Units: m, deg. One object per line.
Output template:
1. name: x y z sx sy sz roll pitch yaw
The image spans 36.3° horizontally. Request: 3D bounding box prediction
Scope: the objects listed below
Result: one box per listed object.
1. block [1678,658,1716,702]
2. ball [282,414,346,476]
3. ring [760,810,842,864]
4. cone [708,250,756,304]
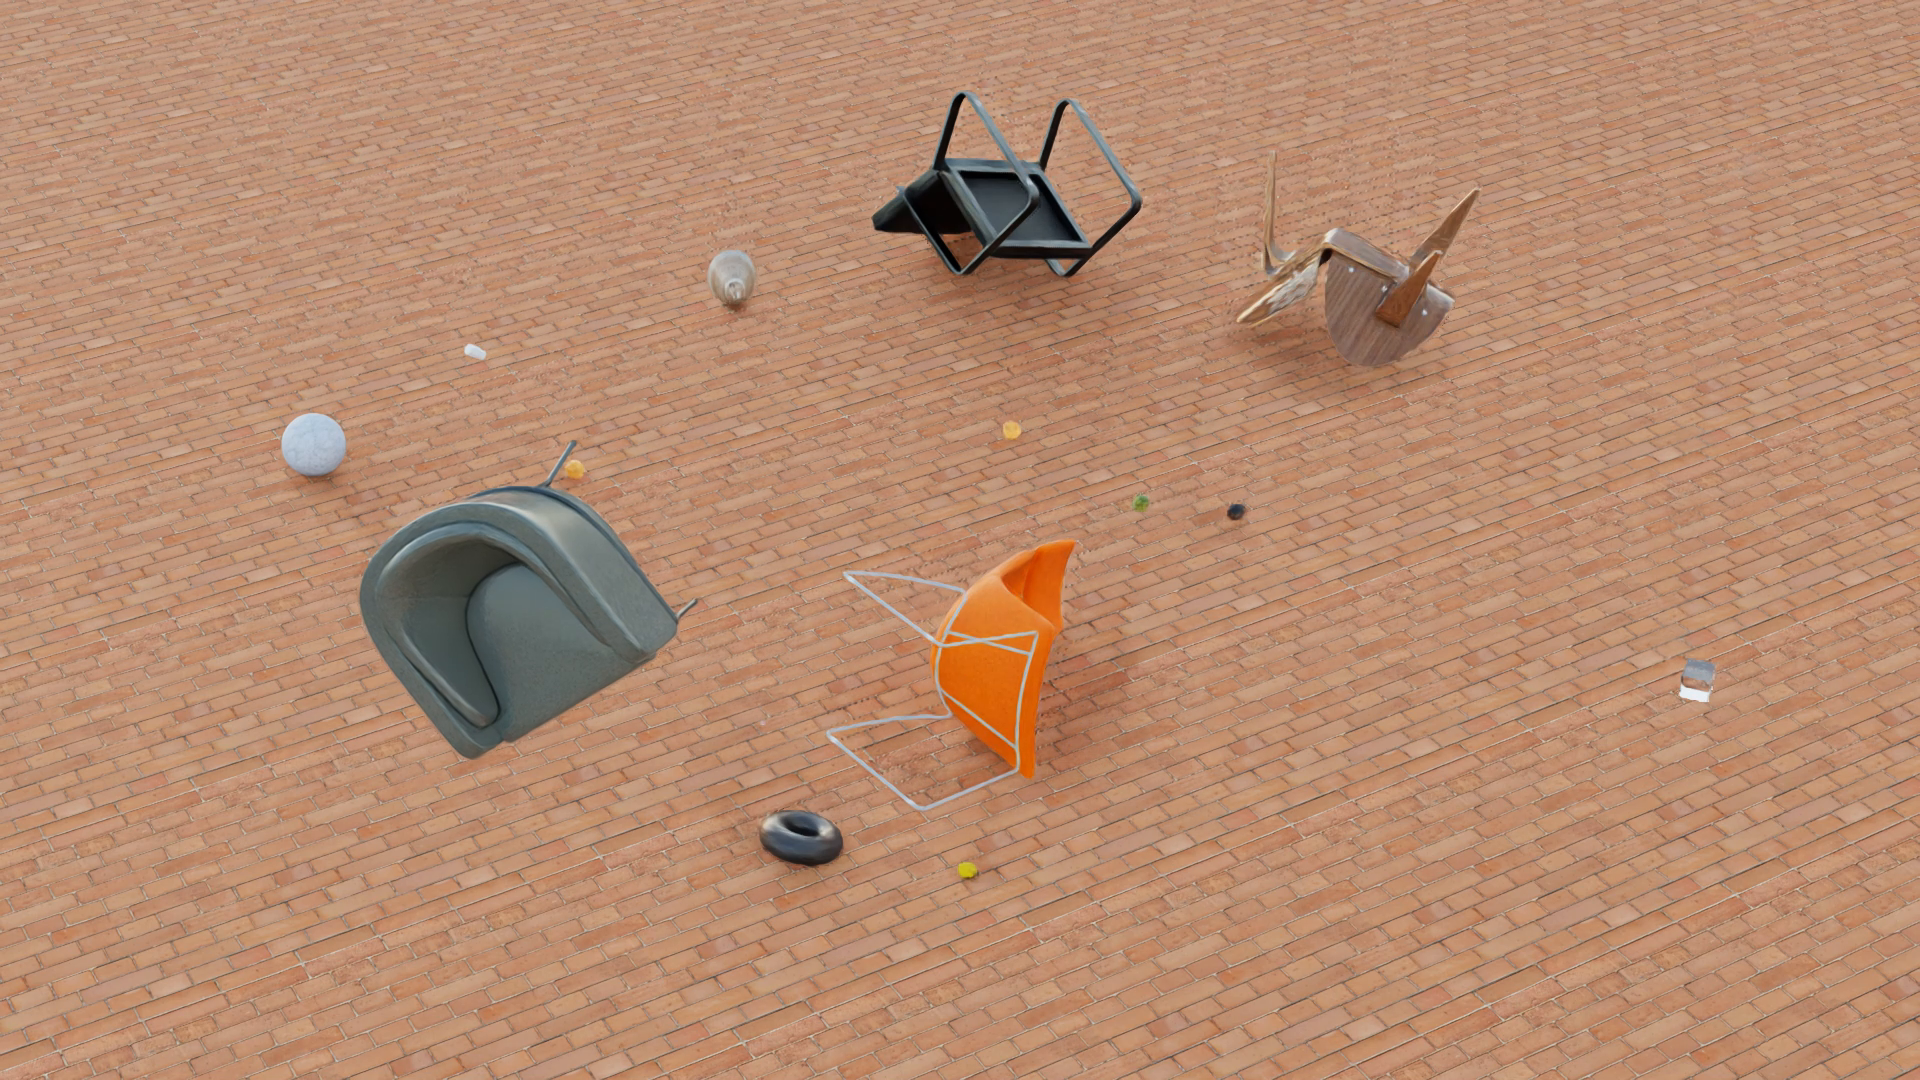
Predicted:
1. block: 2.547 0.485 10.128 0.097 0.089 0.114 13 36 19
2. ball: -2.485 -0.366 11.277 0.245 0.245 0.245 0 33 0
3. ring: -0.507 0.949 9.355 0.268 0.091 0.306 21 17 17
4. cone: -0.946 -1.058 12.307 0.208 0.254 0.229 -7 31 -6
